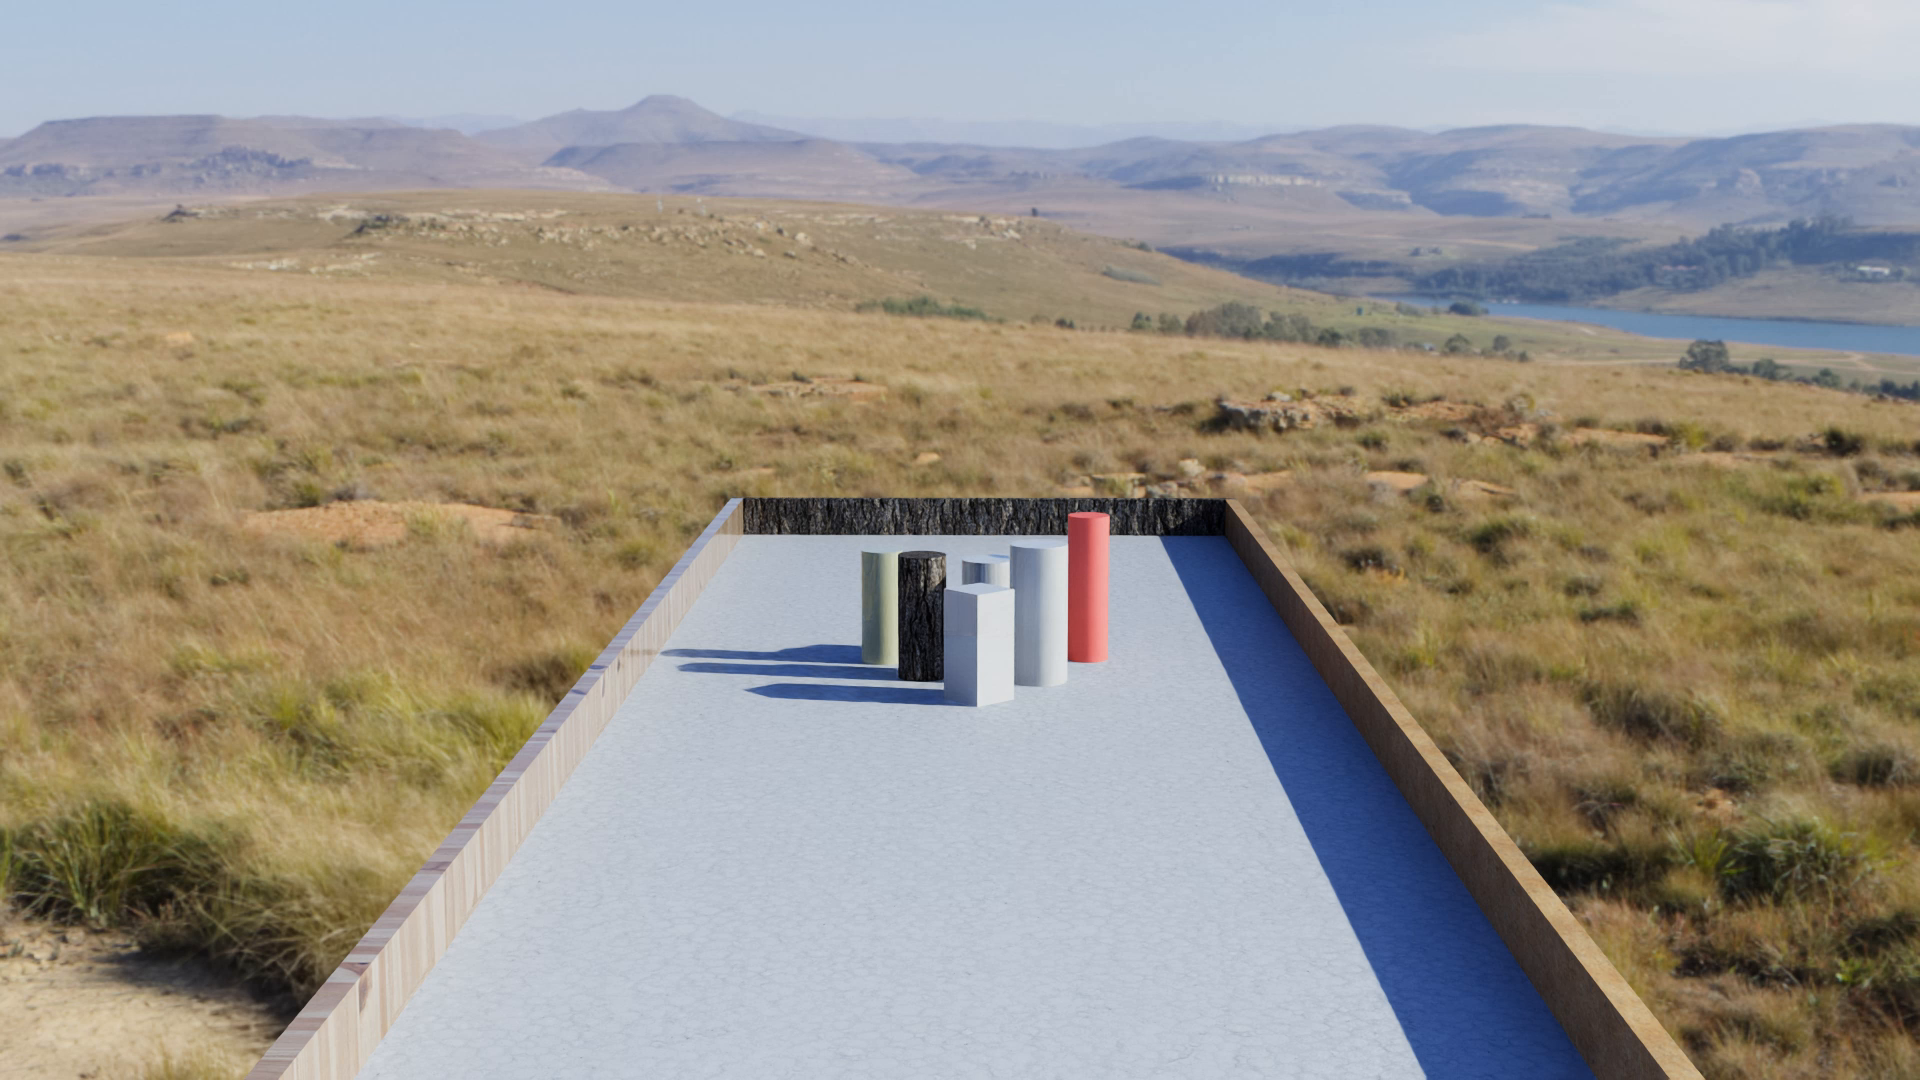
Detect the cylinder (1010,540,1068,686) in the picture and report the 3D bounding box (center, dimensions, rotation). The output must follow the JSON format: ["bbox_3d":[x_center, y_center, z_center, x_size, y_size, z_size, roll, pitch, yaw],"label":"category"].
[{"bbox_3d":[0.228,0.210,6.390,0.171,0.404,0.171,0,9,0],"label":"cylinder"}]

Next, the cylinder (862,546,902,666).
[{"bbox_3d":[-0.236,0.198,6.664,0.125,0.342,0.125,0,9,0],"label":"cylinder"}]

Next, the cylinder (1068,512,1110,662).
[{"bbox_3d":[0.390,0.144,6.688,0.125,0.443,0.125,0,9,0],"label":"cylinder"}]

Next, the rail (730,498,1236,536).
[{"bbox_3d":[0.099,-0.098,9.147,2.100,0.150,0.050,0,9,1],"label":"rail"}]

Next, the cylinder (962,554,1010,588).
[{"bbox_3d":[0.086,0.212,6.675,0.163,0.313,0.163,0,9,0],"label":"cylinder"}]

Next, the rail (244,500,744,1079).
[{"bbox_3d":[-1.004,0.839,3.234,0.050,0.150,12.000,0,9,1],"label":"rail"}]

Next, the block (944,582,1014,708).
[{"bbox_3d":[0.053,0.292,6.161,0.140,0.315,0.140,-8,12,-42],"label":"block"}]

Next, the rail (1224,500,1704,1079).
[{"bbox_3d":[1.046,0.843,3.208,0.050,0.150,12.000,0,9,1],"label":"rail"}]

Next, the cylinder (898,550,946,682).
[{"bbox_3d":[-0.111,0.222,6.446,0.141,0.364,0.141,0,9,0],"label":"cylinder"}]
